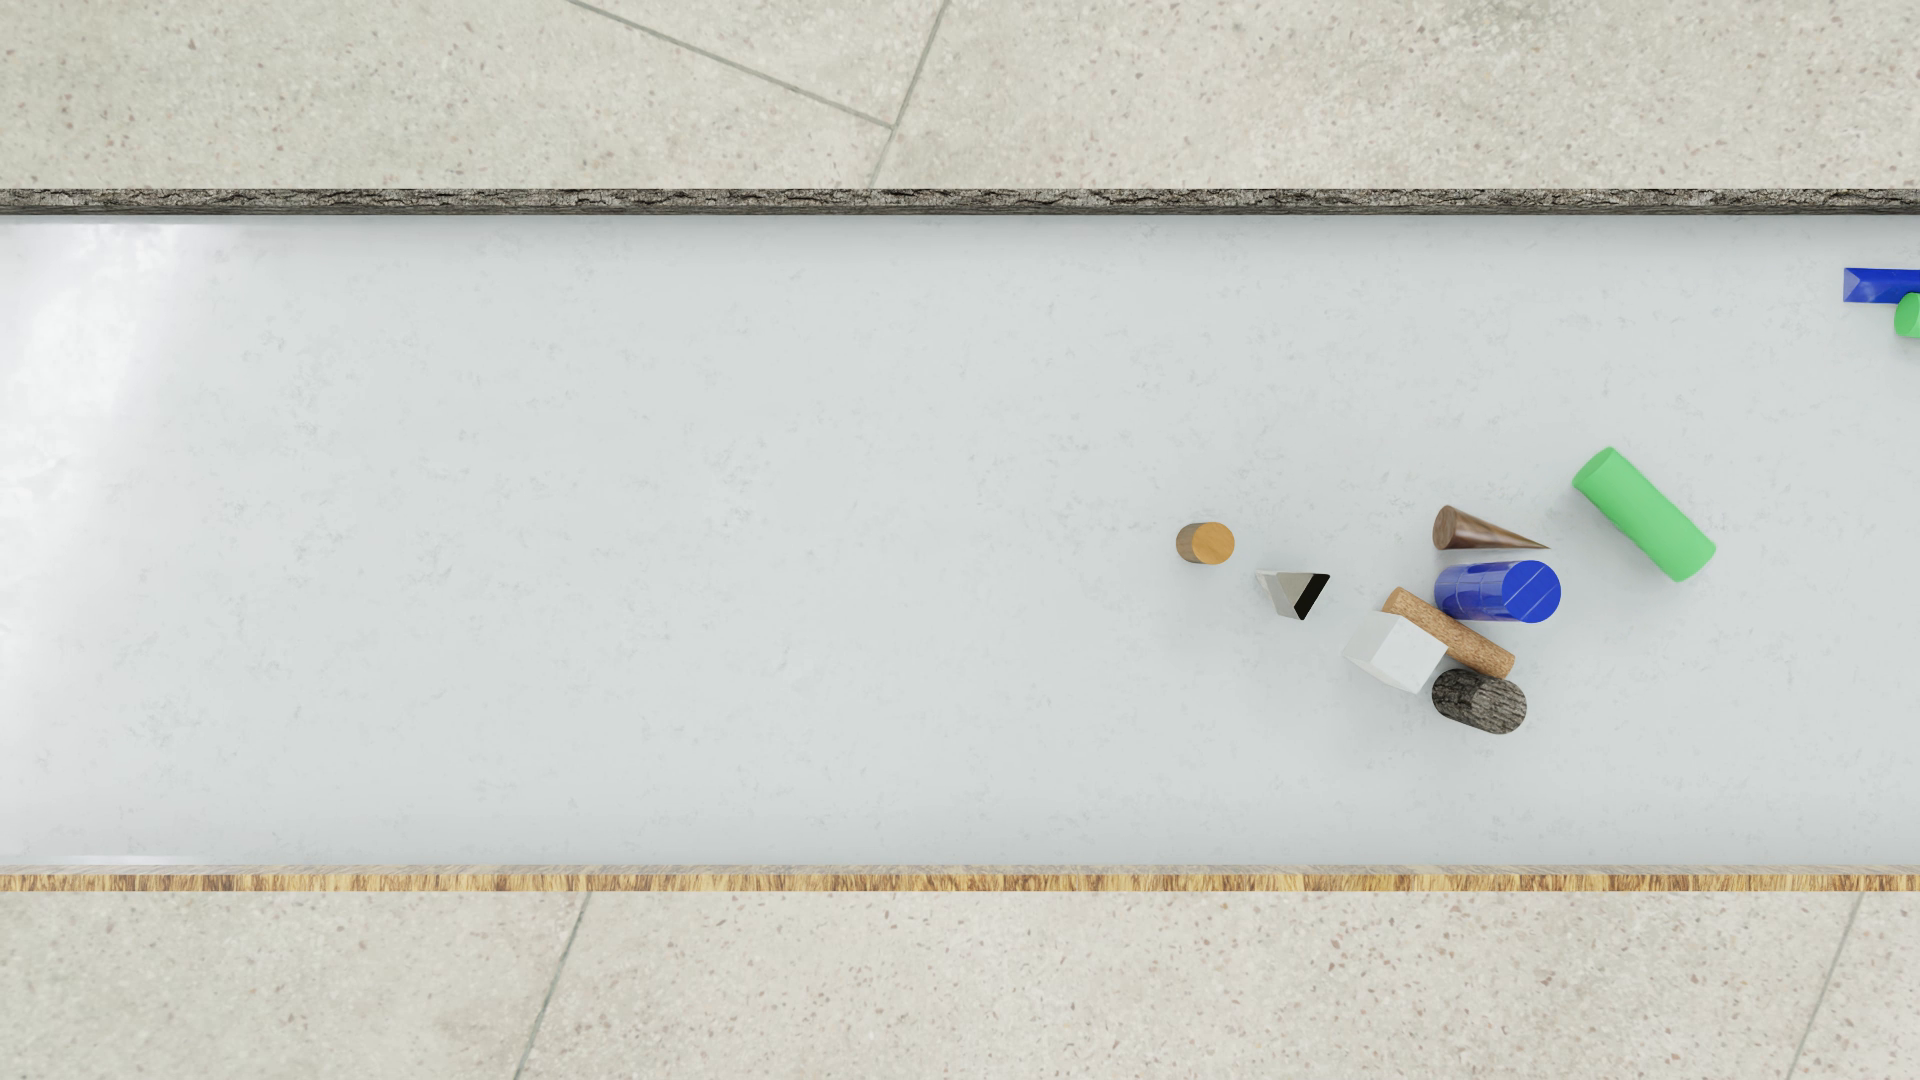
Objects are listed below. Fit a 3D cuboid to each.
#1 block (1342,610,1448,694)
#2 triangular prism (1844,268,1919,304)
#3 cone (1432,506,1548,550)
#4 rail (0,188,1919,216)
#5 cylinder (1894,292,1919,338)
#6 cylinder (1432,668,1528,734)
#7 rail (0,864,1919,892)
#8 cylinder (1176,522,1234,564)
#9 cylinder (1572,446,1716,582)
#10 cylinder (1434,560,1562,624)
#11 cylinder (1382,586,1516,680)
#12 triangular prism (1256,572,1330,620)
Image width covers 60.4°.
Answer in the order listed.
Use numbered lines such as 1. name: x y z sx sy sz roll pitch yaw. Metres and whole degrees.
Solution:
1. block: 1.285 0.329 4.897 0.164 0.359 0.164 34 90 0
2. triangular prism: 2.884 -0.780 5.029 0.329 0.090 0.104 2 90 0
3. cone: 1.646 -0.006 5.043 0.365 0.138 0.138 10 90 -11
4. rail: -2.247 -1.025 5.002 12.000 0.150 0.050 0 90 0
5. cylinder: 3.037 -0.662 5.011 0.325 0.132 0.132 8 90 0
6. cylinder: 1.530 0.474 4.876 0.158 0.400 0.158 0 90 0
7. rail: -2.247 1.025 5.001 12.000 0.150 0.050 0 90 0
8. cylinder: 0.725 0.010 4.898 0.123 0.356 0.123 0 90 0
9. cylinder: 2.070 -0.077 4.997 0.428 0.160 0.160 44 90 0
10. cylinder: 1.570 0.152 4.842 0.178 0.449 0.178 0 88 -8
11. cylinder: 1.487 0.290 5.025 0.405 0.103 0.103 31 90 0
12. triangular prism: 0.966 0.131 4.906 0.133 0.341 0.153 32 90 0
